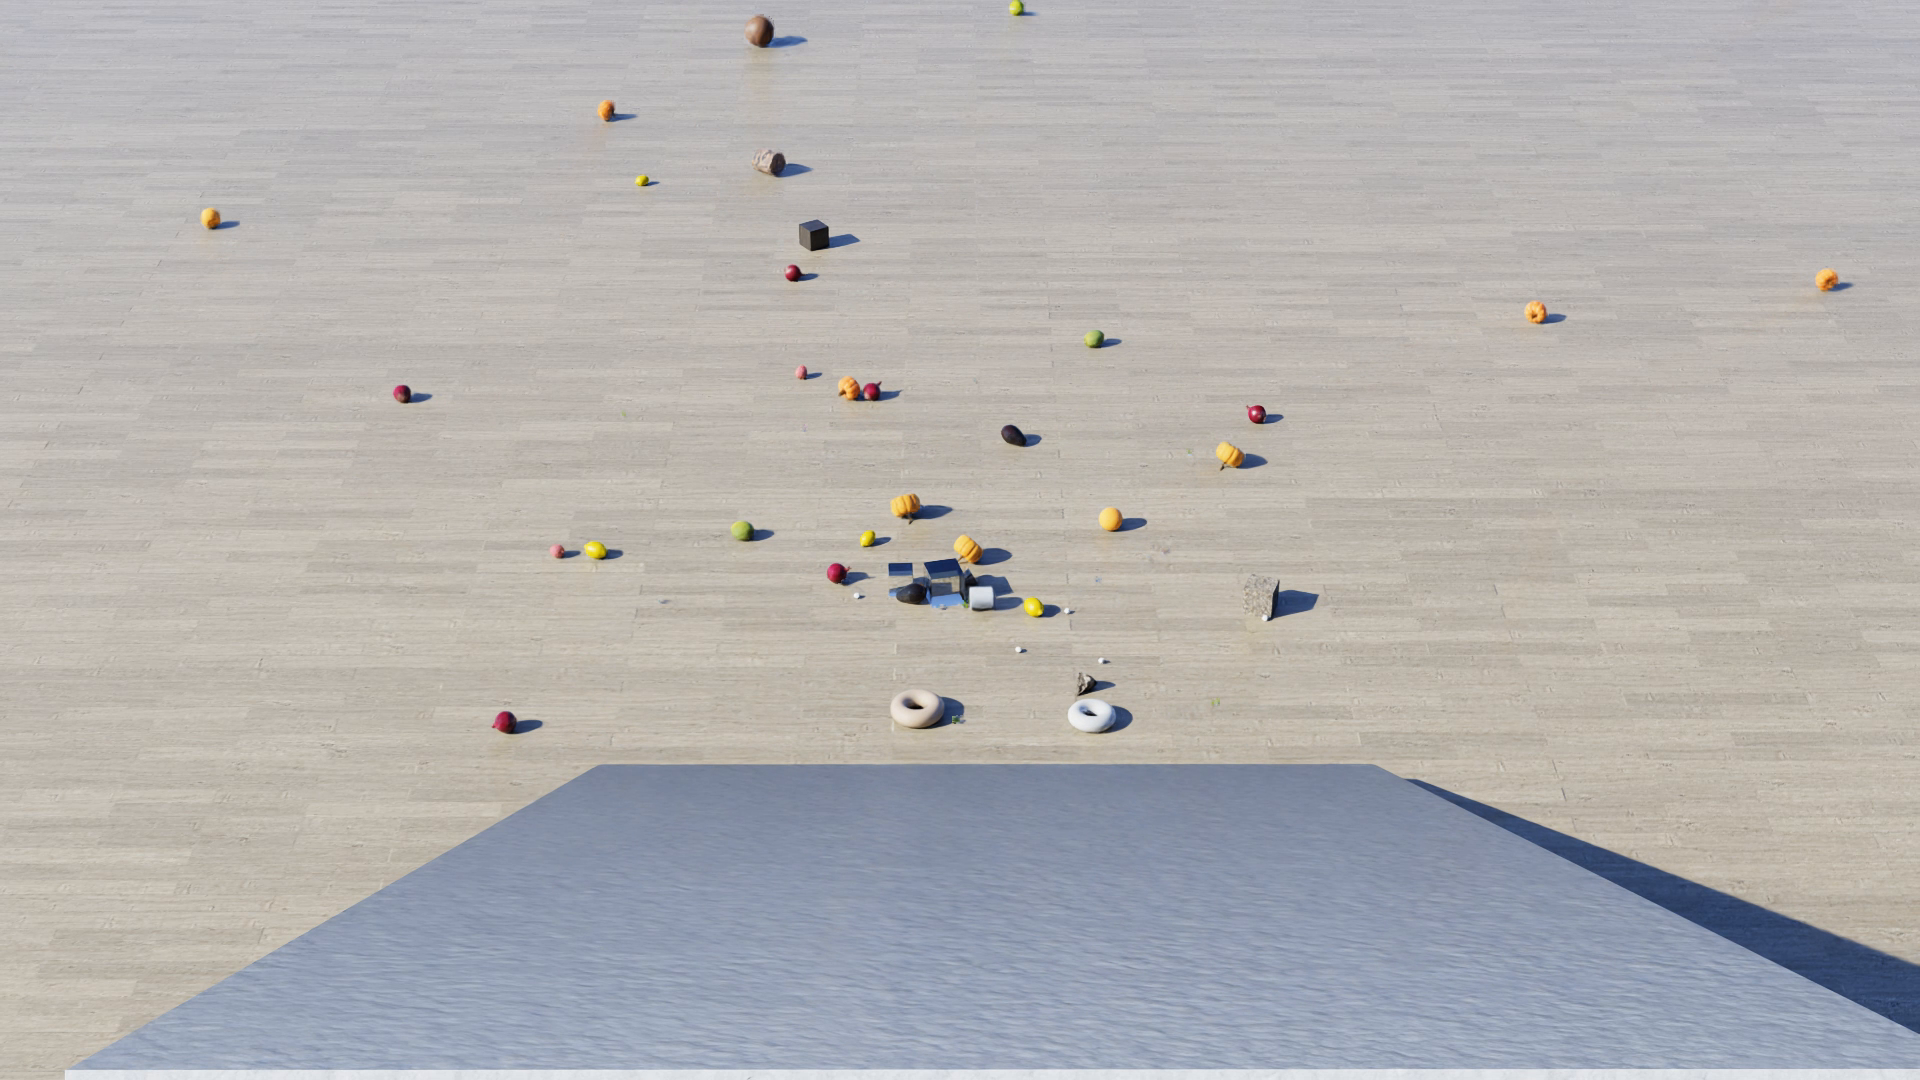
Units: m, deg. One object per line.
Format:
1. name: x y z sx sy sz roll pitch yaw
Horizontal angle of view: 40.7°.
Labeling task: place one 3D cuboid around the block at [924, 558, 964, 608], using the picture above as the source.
1. block: -0.046 0.125 7.512 0.098 0.098 0.098 -8 32 -12

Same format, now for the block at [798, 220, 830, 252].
1. block: -0.542 -1.130 9.608 0.081 0.081 0.081 -20 36 -29

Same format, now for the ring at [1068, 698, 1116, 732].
1. ring: 0.356 0.474 6.988 0.131 0.044 0.131 1 30 0

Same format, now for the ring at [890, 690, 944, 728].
1. ring: -0.116 0.456 7.012 0.148 0.049 0.148 -1 32 1

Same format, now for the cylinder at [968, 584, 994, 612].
1. cylinder: 0.061 0.168 7.475 0.063 0.063 0.063 -19 33 -3

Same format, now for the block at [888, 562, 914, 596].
1. block: -0.173 0.116 7.554 0.071 0.071 0.071 -1 31 -2

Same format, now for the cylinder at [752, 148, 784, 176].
1. cylinder: -0.753 -1.488 10.191 0.090 0.090 0.090 20 37 30

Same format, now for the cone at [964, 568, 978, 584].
1. cone: 0.012 0.118 7.592 0.060 0.060 0.060 -31 34 1

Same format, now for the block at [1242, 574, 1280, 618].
1. block: 0.867 0.162 7.462 0.086 0.086 0.086 11 33 17

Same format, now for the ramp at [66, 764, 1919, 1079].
1. ramp: 0.069 0.615 4.690 2.000 0.100 4.000 0 0 0
